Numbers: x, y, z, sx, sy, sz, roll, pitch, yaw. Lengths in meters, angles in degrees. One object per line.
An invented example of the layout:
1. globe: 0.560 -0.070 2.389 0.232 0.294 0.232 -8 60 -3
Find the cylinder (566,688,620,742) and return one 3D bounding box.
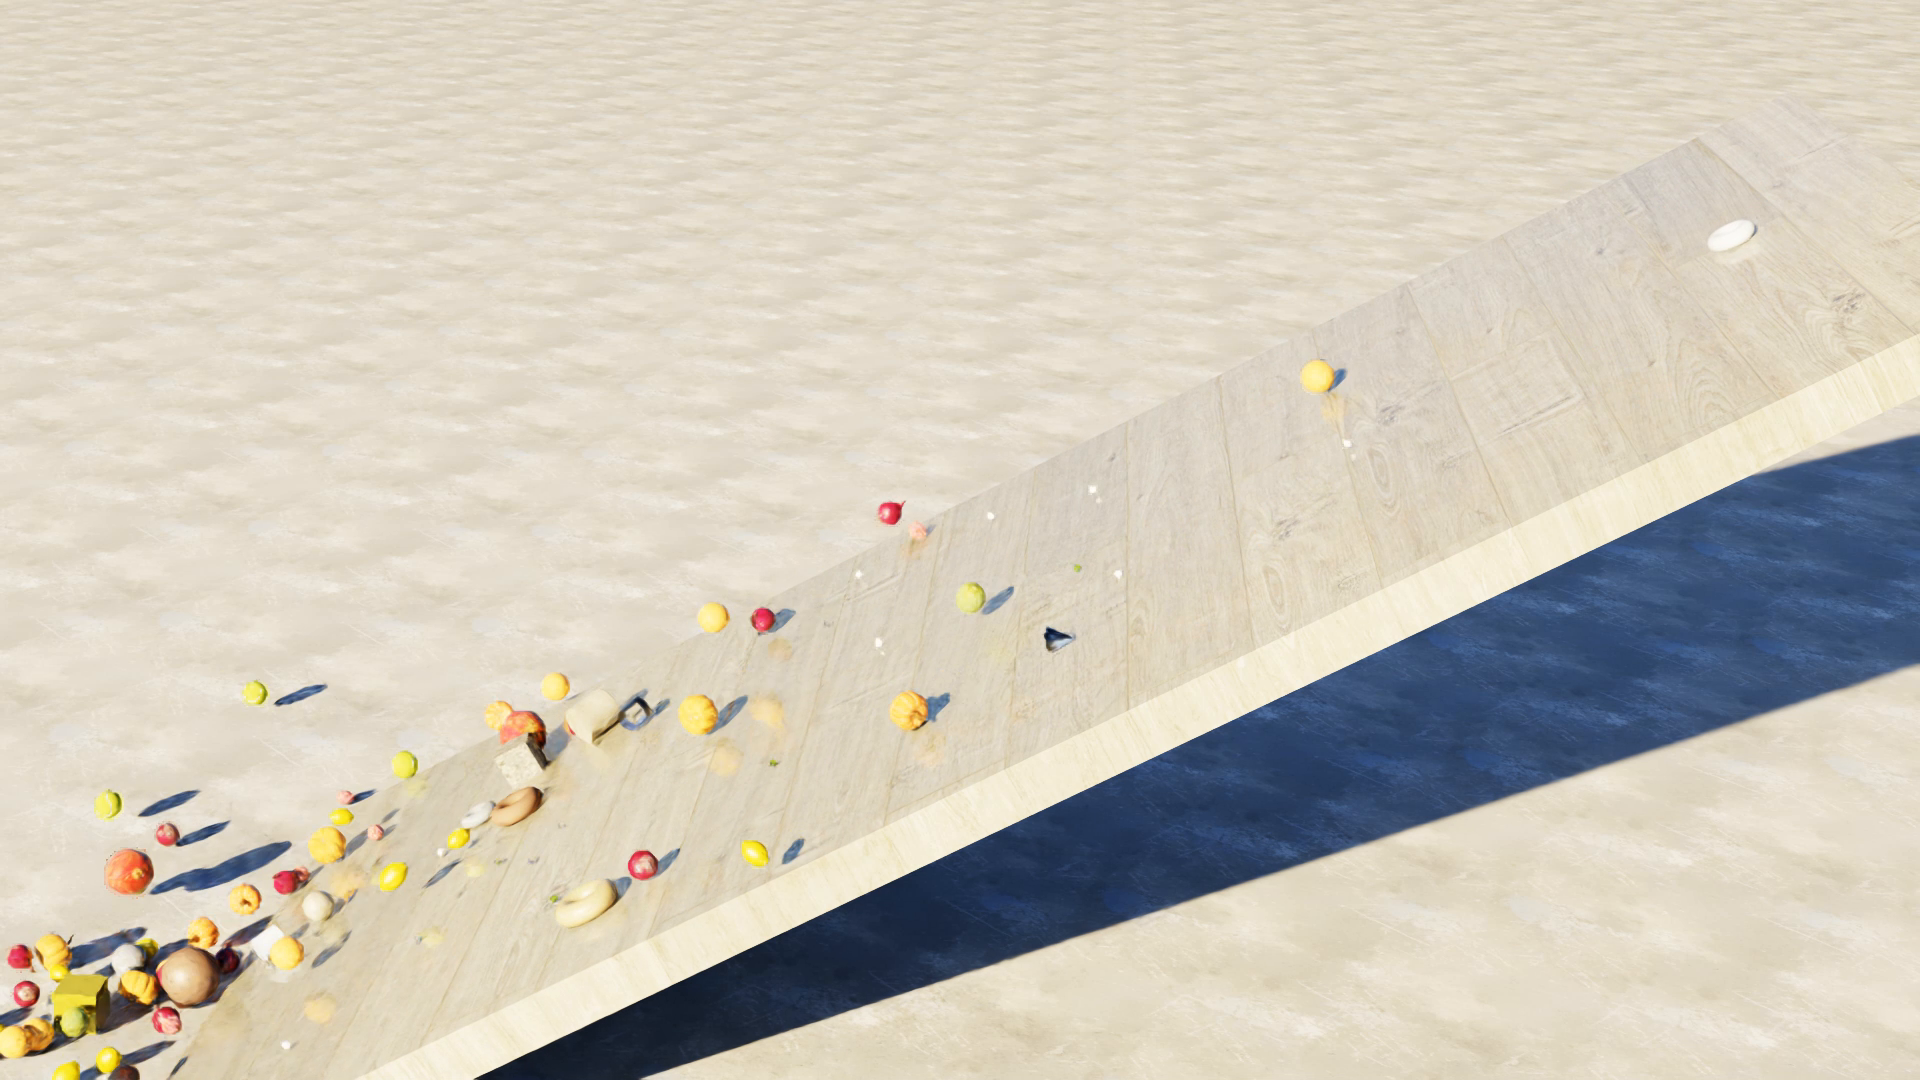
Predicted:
1. cylinder: -0.869 0.415 6.976 0.093 0.093 0.093 16 43 42

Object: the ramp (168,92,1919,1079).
1. ramp: 0.141 0.167 6.281 4.000 0.100 2.000 -26 14 11

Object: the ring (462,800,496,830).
1. ring: -1.113 0.636 6.807 0.092 0.031 0.092 -29 14 8

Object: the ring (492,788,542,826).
1. ring: -1.007 0.606 6.682 0.128 0.043 0.128 -26 15 7

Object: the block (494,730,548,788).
1. block: -1.038 0.520 6.957 0.086 0.086 0.086 -28 14 6

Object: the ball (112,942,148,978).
1. ball: -1.933 0.979 6.851 0.081 0.081 0.081 0 17 0

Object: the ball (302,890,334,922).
1. ball: -1.462 0.834 6.704 0.072 0.072 0.072 0 17 0

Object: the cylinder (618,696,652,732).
1. cylinder: -0.757 0.405 6.847 0.057 0.057 0.057 10 42 30

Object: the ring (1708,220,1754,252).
1. ring: 1.570 -0.619 5.988 0.100 0.033 0.100 -28 13 7

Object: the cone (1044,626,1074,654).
1. cone: 0.200 0.194 5.784 0.053 0.053 0.053 -6 15 18

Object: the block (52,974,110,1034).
1. block: -1.975 1.042 6.611 0.096 0.096 0.096 4 19 1

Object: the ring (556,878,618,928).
1. ring: -0.733 0.711 5.767 0.135 0.045 0.135 -26 15 7
